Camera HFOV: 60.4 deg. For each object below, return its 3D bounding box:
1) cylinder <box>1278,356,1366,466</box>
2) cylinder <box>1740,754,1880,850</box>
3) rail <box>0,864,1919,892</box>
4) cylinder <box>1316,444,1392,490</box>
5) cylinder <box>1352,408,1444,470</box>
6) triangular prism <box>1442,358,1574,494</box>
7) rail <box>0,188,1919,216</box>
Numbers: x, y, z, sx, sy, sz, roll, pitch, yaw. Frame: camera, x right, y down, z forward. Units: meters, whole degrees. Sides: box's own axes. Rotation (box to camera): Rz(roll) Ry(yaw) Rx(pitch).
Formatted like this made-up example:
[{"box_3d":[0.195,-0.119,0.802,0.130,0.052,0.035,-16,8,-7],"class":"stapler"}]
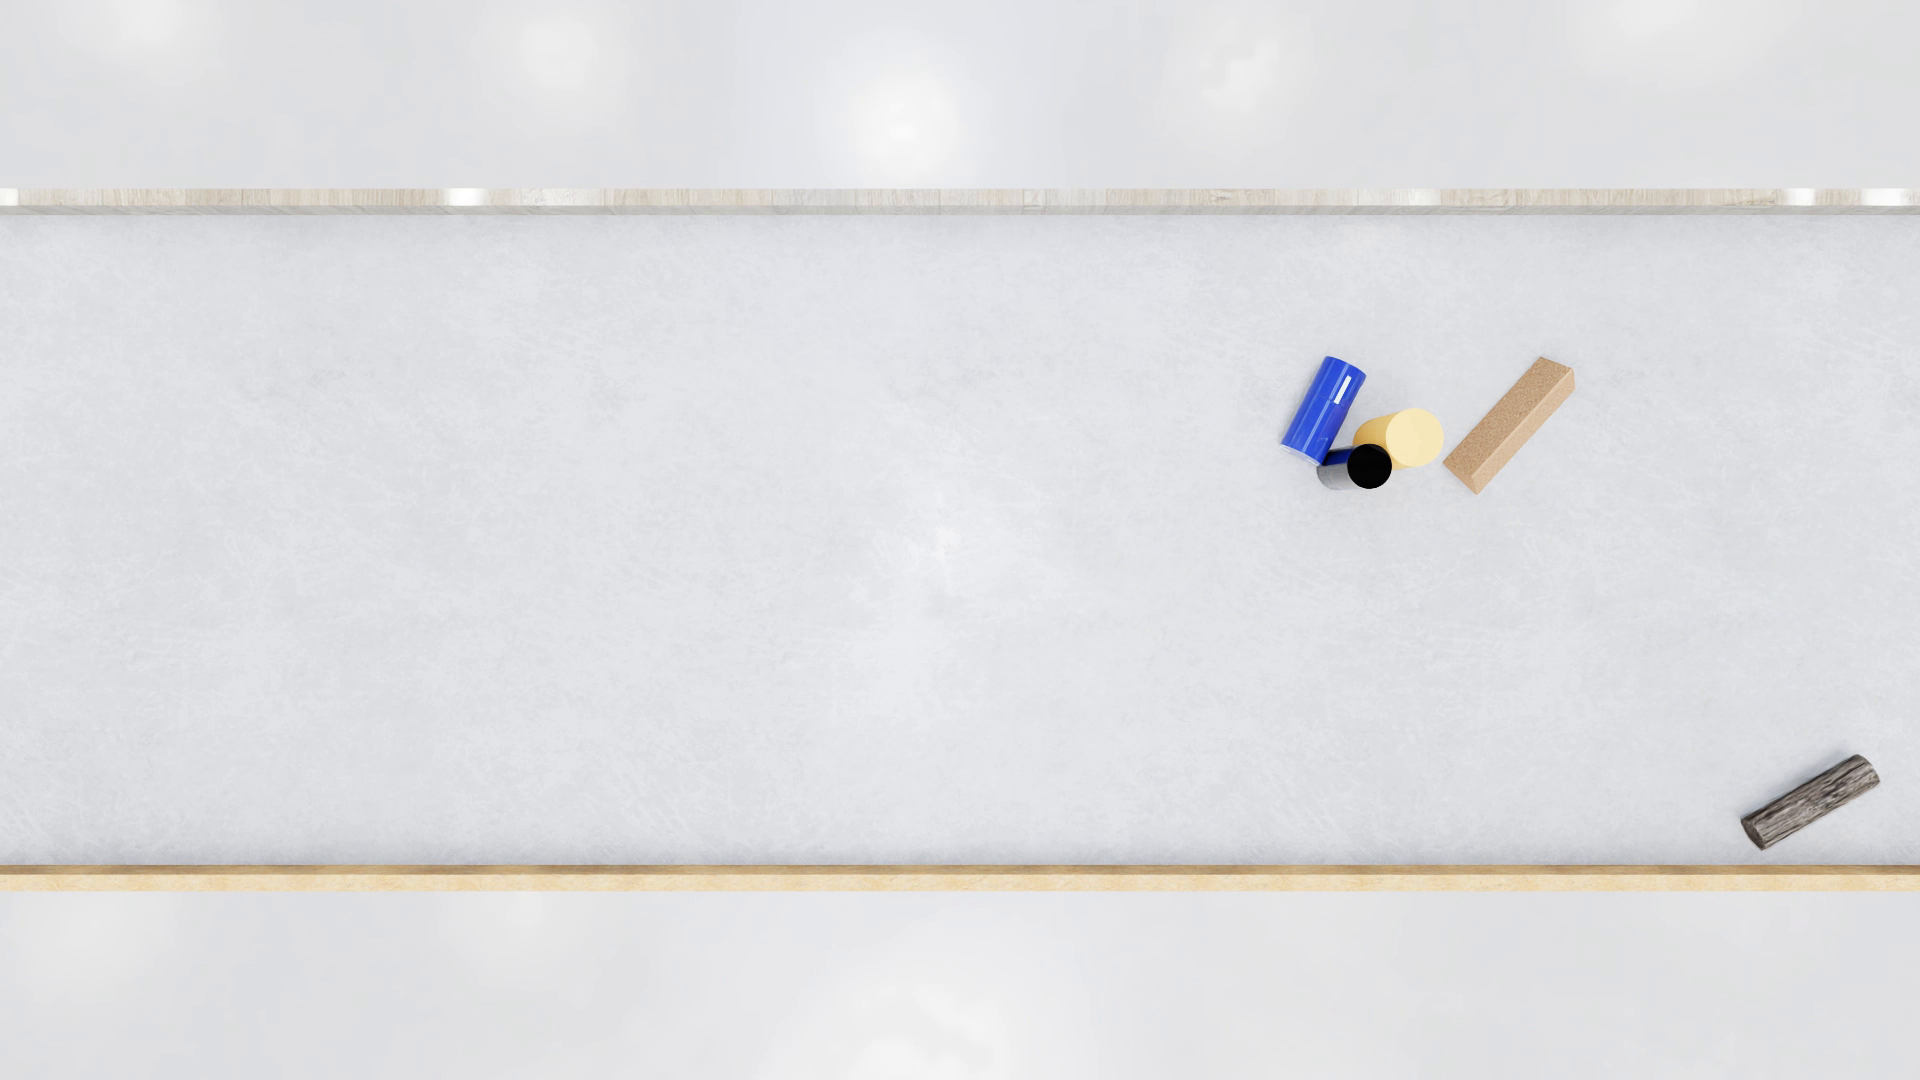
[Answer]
[{"box_3d":[1.101,-0.391,5.006,0.141,0.141,0.301,27,90,0],"class":"cylinder"},{"box_3d":[2.588,0.798,5.023,0.399,0.107,0.107,-30,90,0],"class":"cylinder"},{"box_3d":[-2.247,1.025,5.001,12.000,0.150,0.050,0,90,0],"class":"rail"},{"box_3d":[1.169,-0.215,4.904,0.131,0.339,0.131,0,91,-2],"class":"cylinder"},{"box_3d":[1.296,-0.292,4.897,0.167,0.355,0.167,0,90,-2],"class":"cylinder"},{"box_3d":[1.687,-0.350,5.011,0.144,0.125,0.444,43,90,0],"class":"triangular prism"},{"box_3d":[-2.247,-1.025,5.002,12.000,0.150,0.050,0,90,0],"class":"rail"}]
